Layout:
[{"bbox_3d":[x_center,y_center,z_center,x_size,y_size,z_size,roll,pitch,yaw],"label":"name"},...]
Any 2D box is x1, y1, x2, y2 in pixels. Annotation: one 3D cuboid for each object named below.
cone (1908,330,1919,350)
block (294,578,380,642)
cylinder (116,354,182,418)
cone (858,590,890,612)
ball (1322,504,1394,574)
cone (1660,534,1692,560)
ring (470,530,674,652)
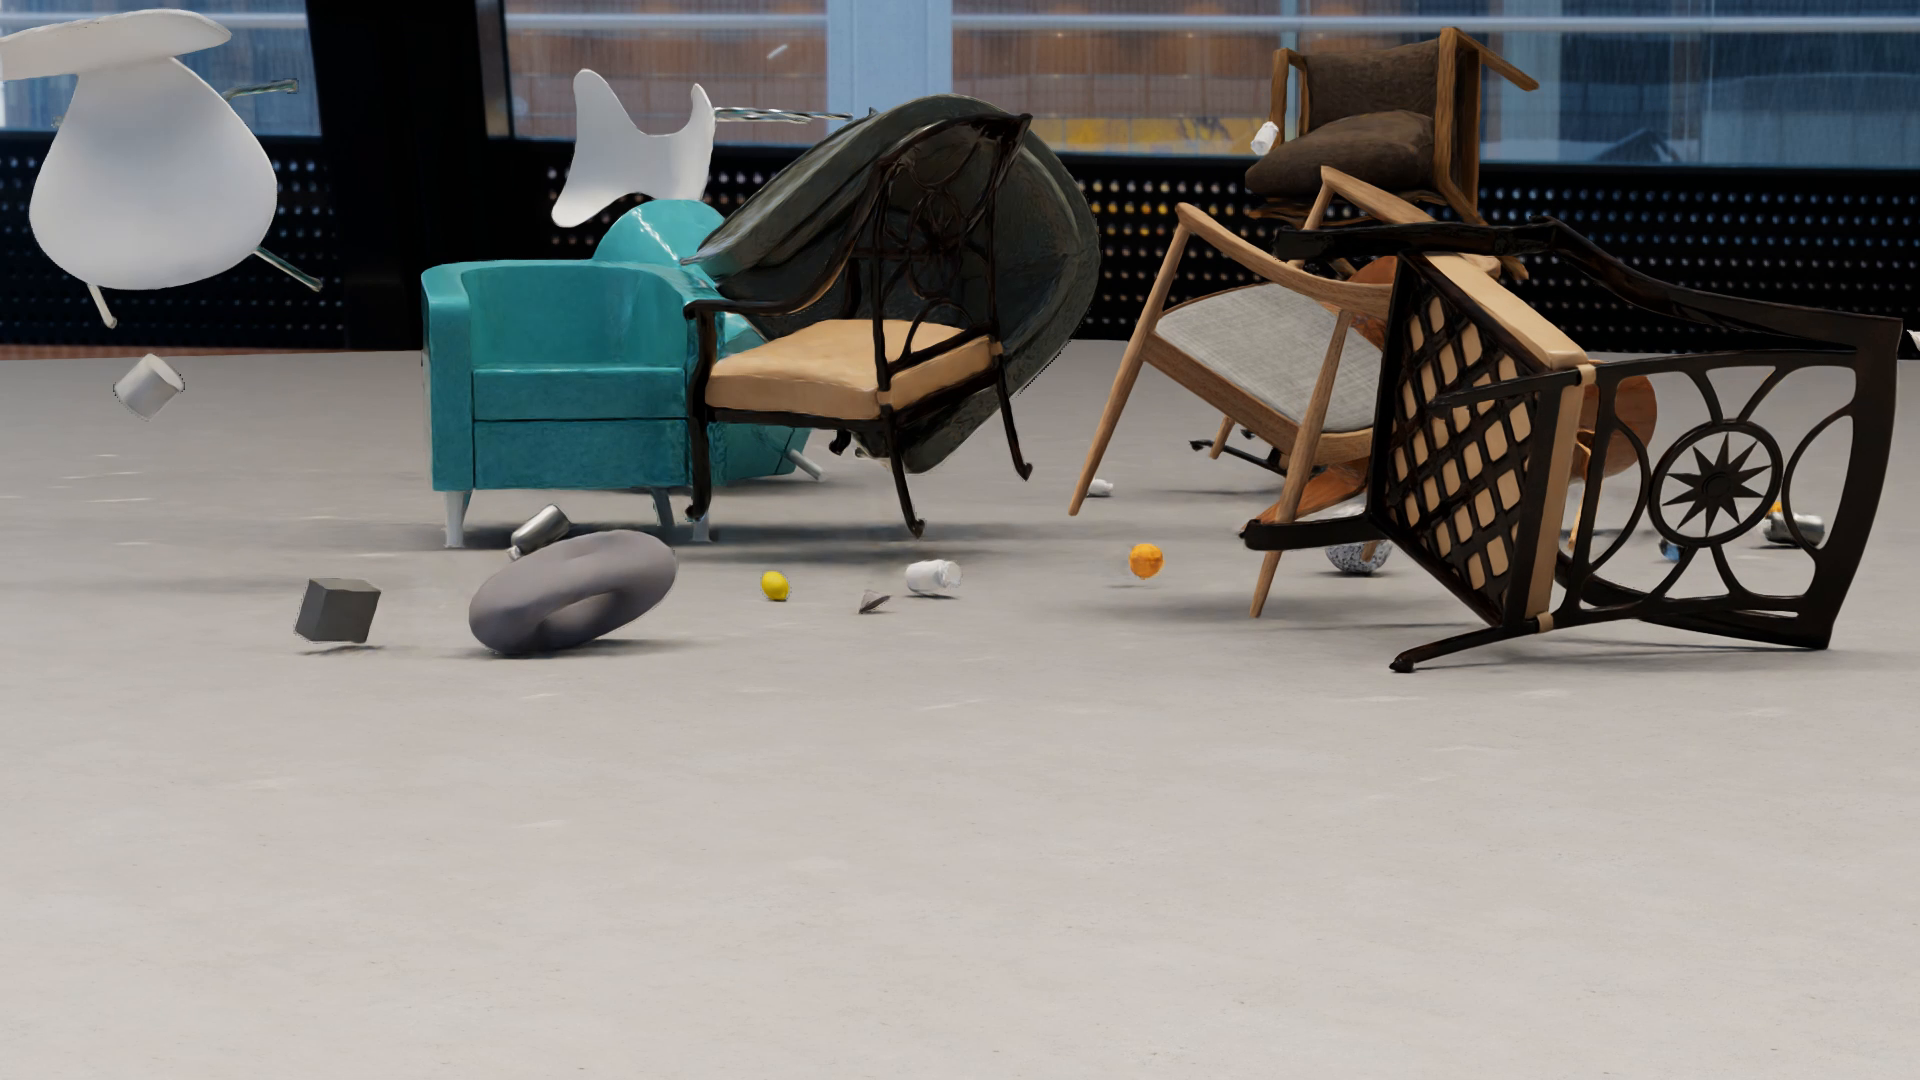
[{"bbox_3d":[2.430,-0.469,6.355,0.187,0.197,0.299,34,31,13],"label":"cone"},{"bbox_3d":[-1.094,0.125,4.513,0.050,0.099,0.121,27,14,34],"label":"block"},{"bbox_3d":[-1.607,-0.305,5.086,0.086,0.094,0.124,-44,19,3],"label":"cylinder"},{"bbox_3d":[-0.176,0.111,5.014,0.070,0.033,0.076,-31,-10,13],"label":"cone"},{"bbox_3d":[0.879,-0.001,5.670,0.155,0.155,0.155,0,6,0],"label":"ball"},{"bbox_3d":[1.655,0.001,5.927,0.072,0.041,0.098,0,-38,20],"label":"cone"},{"bbox_3d":[-0.681,0.092,4.521,0.388,0.117,0.226,-18,-27,-25],"label":"ring"}]
